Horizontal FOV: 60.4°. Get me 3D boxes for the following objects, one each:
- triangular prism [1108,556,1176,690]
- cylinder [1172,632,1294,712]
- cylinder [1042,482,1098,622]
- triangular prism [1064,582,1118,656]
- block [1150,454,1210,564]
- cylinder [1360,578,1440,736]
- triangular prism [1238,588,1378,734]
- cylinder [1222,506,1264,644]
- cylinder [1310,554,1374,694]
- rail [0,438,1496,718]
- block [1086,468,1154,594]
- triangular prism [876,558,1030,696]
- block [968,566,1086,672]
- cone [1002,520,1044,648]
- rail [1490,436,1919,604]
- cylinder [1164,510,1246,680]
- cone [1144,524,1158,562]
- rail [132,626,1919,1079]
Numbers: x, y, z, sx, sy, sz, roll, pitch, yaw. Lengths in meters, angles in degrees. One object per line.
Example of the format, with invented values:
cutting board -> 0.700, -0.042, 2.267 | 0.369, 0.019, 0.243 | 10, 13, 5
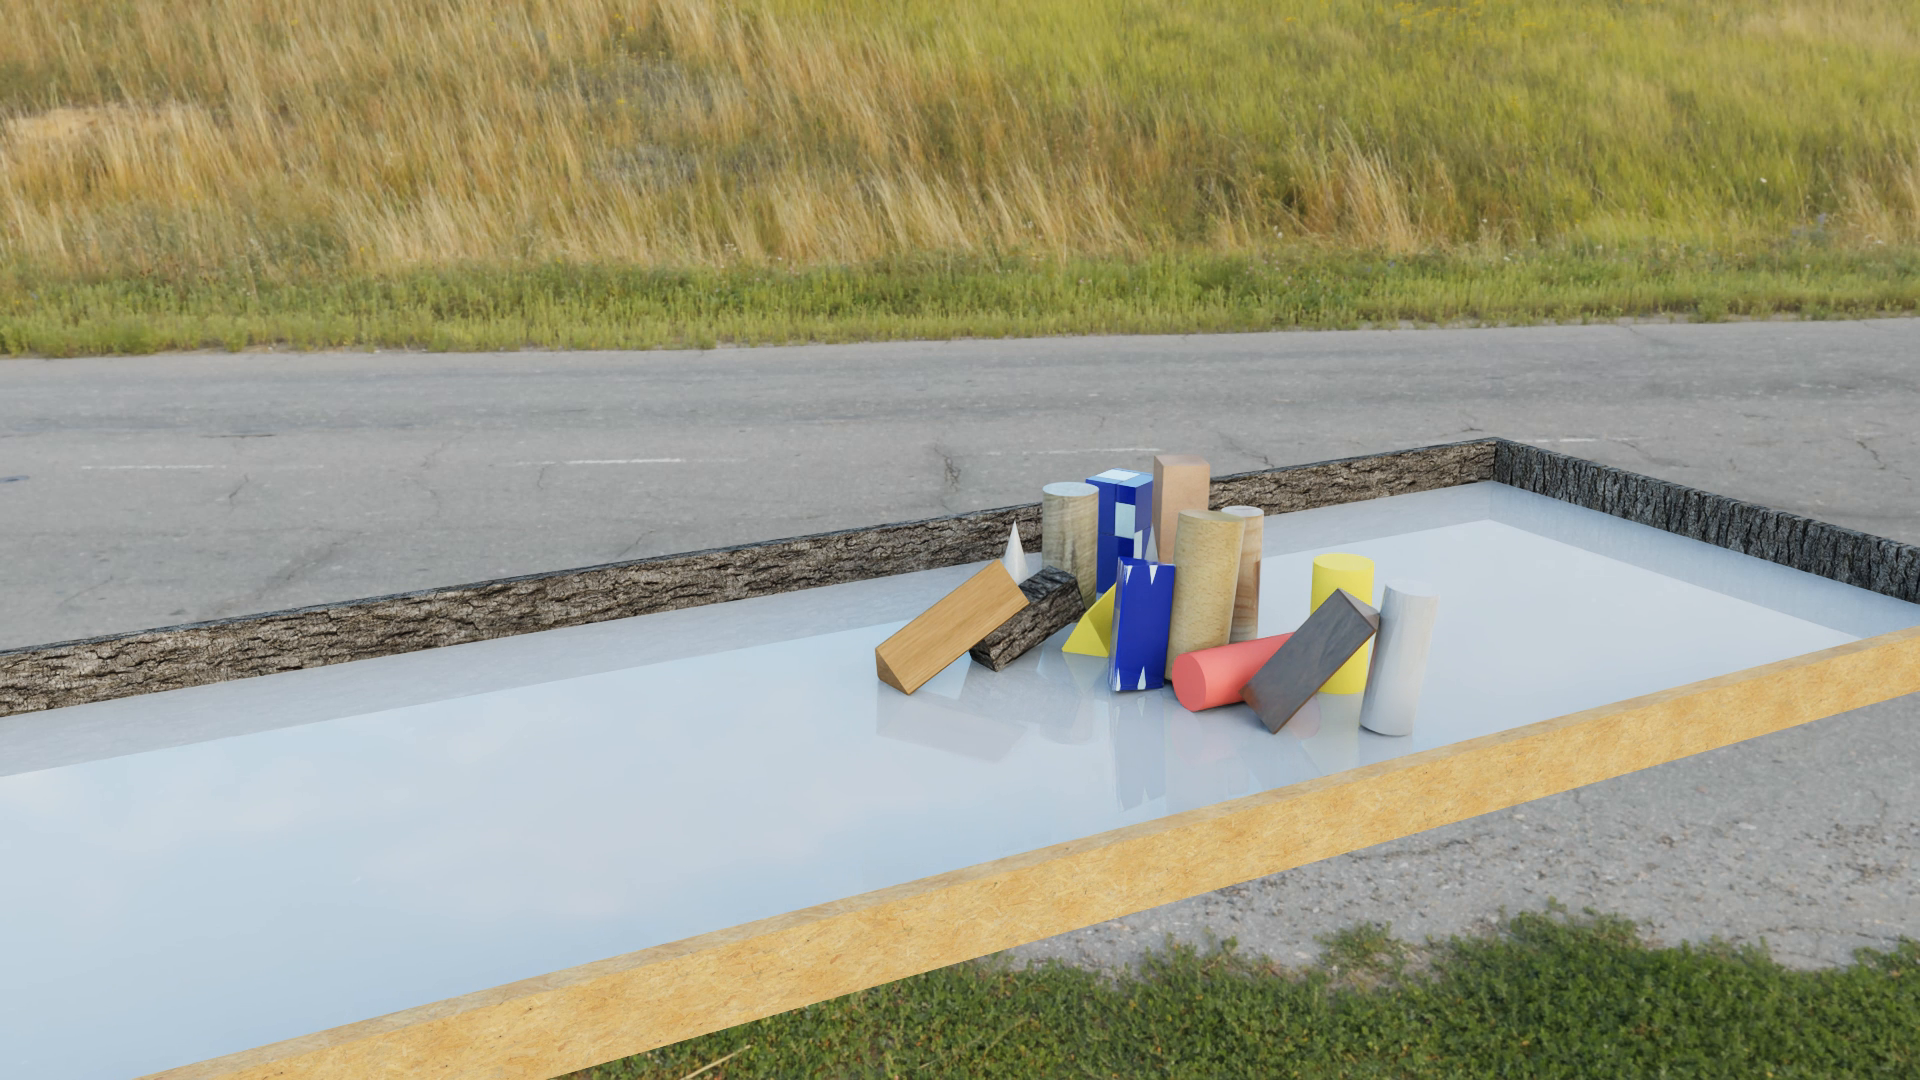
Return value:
triangular prism -> 0.421, 0.204, 4.098 | 0.149, 0.310, 0.129 | 0, 9, -31
cylinder -> 0.704, 0.318, 4.025 | 0.354, 0.141, 0.141 | -8, 18, -26
cylinder -> 0.306, 0.034, 4.595 | 0.155, 0.363, 0.155 | 0, 17, 0
triangular prism -> 0.401, 0.194, 4.493 | 0.125, 0.109, 0.396 | 6, 17, 21
block -> 0.607, -0.007, 4.593 | 0.129, 0.442, 0.129 | -1, 16, -5
cylinder -> 1.015, 0.270, 3.812 | 0.125, 0.340, 0.125 | 6, 17, -2
triangular prism -> 0.829, 0.284, 3.831 | 0.116, 0.348, 0.134 | 8, 38, -52
cylinder -> 0.727, 0.111, 4.296 | 0.109, 0.385, 0.109 | 0, 16, 0
cylinder -> 0.941, 0.206, 4.084 | 0.147, 0.319, 0.147 | 0, 17, 0
rail -> -3.305, 0.497, 3.399 | 12.000, 0.150, 0.050 | -9, 18, -27
block -> 0.479, -0.021, 4.831 | 0.166, 0.335, 0.166 | 11, 20, 34
triangular prism -> -0.035, 0.206, 4.149 | 0.403, 0.123, 0.142 | -36, 31, -22
block -> 0.165, 0.202, 4.288 | 0.308, 0.114, 0.114 | -32, 29, -24
cone -> 0.145, 0.106, 4.403 | 0.173, 0.332, 0.173 | 0, 16, 0
rail -> 2.466, -0.048, 5.253 | 0.050, 0.150, 2.100 | -9, 18, -27
cylinder -> 0.601, 0.142, 4.106 | 0.165, 0.413, 0.165 | 6, 10, -1
cone -> 0.501, 0.119, 4.338 | 0.126, 0.345, 0.126 | 0, 16, 0
rail -> -2.336, 1.006, 1.665 | 12.000, 0.150, 0.050 | -9, 18, -27
